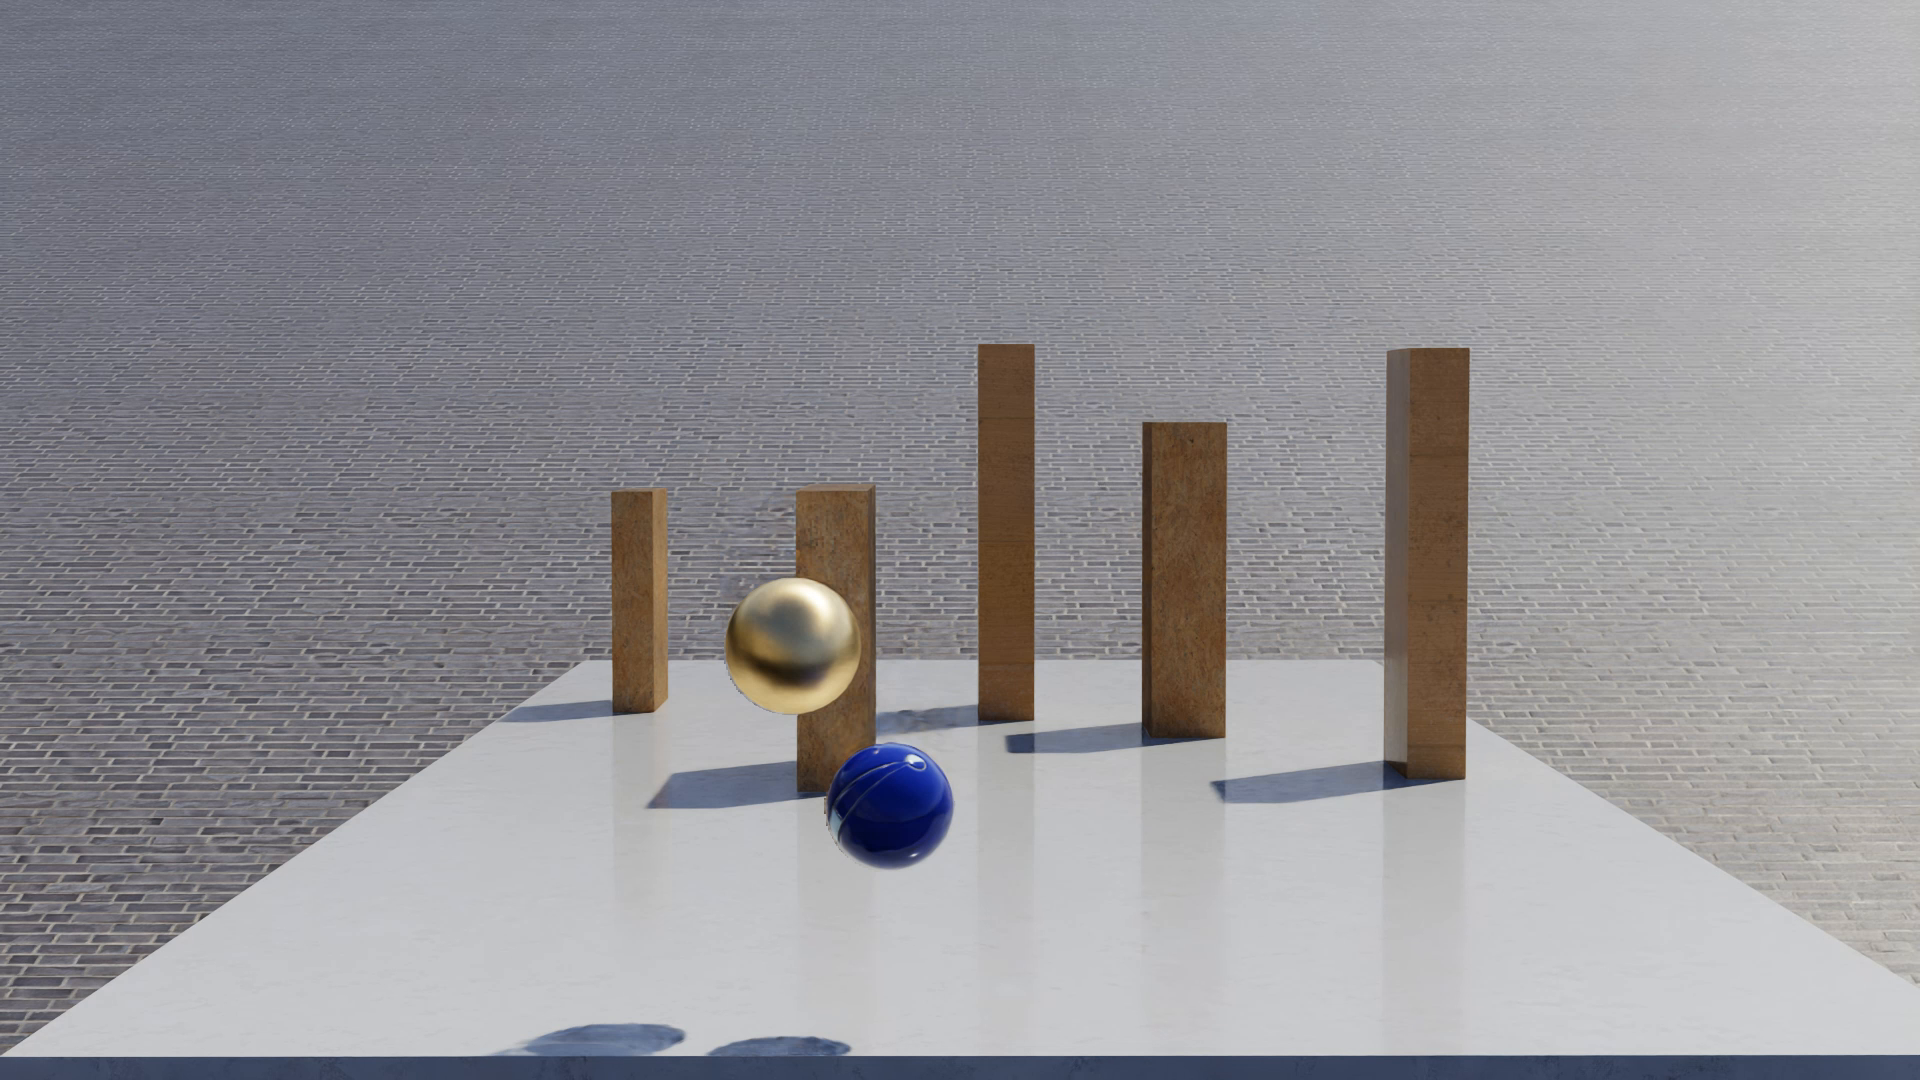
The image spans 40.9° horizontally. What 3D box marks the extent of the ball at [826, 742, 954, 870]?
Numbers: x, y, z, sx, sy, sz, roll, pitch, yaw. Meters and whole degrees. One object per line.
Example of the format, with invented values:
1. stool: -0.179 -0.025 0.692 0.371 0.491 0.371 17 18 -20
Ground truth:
1. ball: -0.071 0.271 2.617 0.130 0.130 0.130 0 22 0

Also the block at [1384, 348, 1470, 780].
1. block: 0.818 0.036 4.523 0.101 0.740 0.242 0 3 0

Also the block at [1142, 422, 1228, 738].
1. block: 0.442 0.072 5.093 0.144 0.610 0.256 0 3 0

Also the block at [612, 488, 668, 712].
1. block: -0.687 0.124 5.525 0.087 0.464 0.269 0 3 0

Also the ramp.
1. ramp: 0.050 0.456 4.533 2.000 0.100 4.000 0 3 0

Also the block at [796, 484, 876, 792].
1. block: -0.212 0.159 4.470 0.119 0.501 0.401 0 3 0

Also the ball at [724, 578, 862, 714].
1. ball: -0.176 0.111 2.714 0.144 0.144 0.144 0 22 0

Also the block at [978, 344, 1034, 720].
1. block: 0.095 -0.022 5.385 0.114 0.768 0.294 0 3 0
